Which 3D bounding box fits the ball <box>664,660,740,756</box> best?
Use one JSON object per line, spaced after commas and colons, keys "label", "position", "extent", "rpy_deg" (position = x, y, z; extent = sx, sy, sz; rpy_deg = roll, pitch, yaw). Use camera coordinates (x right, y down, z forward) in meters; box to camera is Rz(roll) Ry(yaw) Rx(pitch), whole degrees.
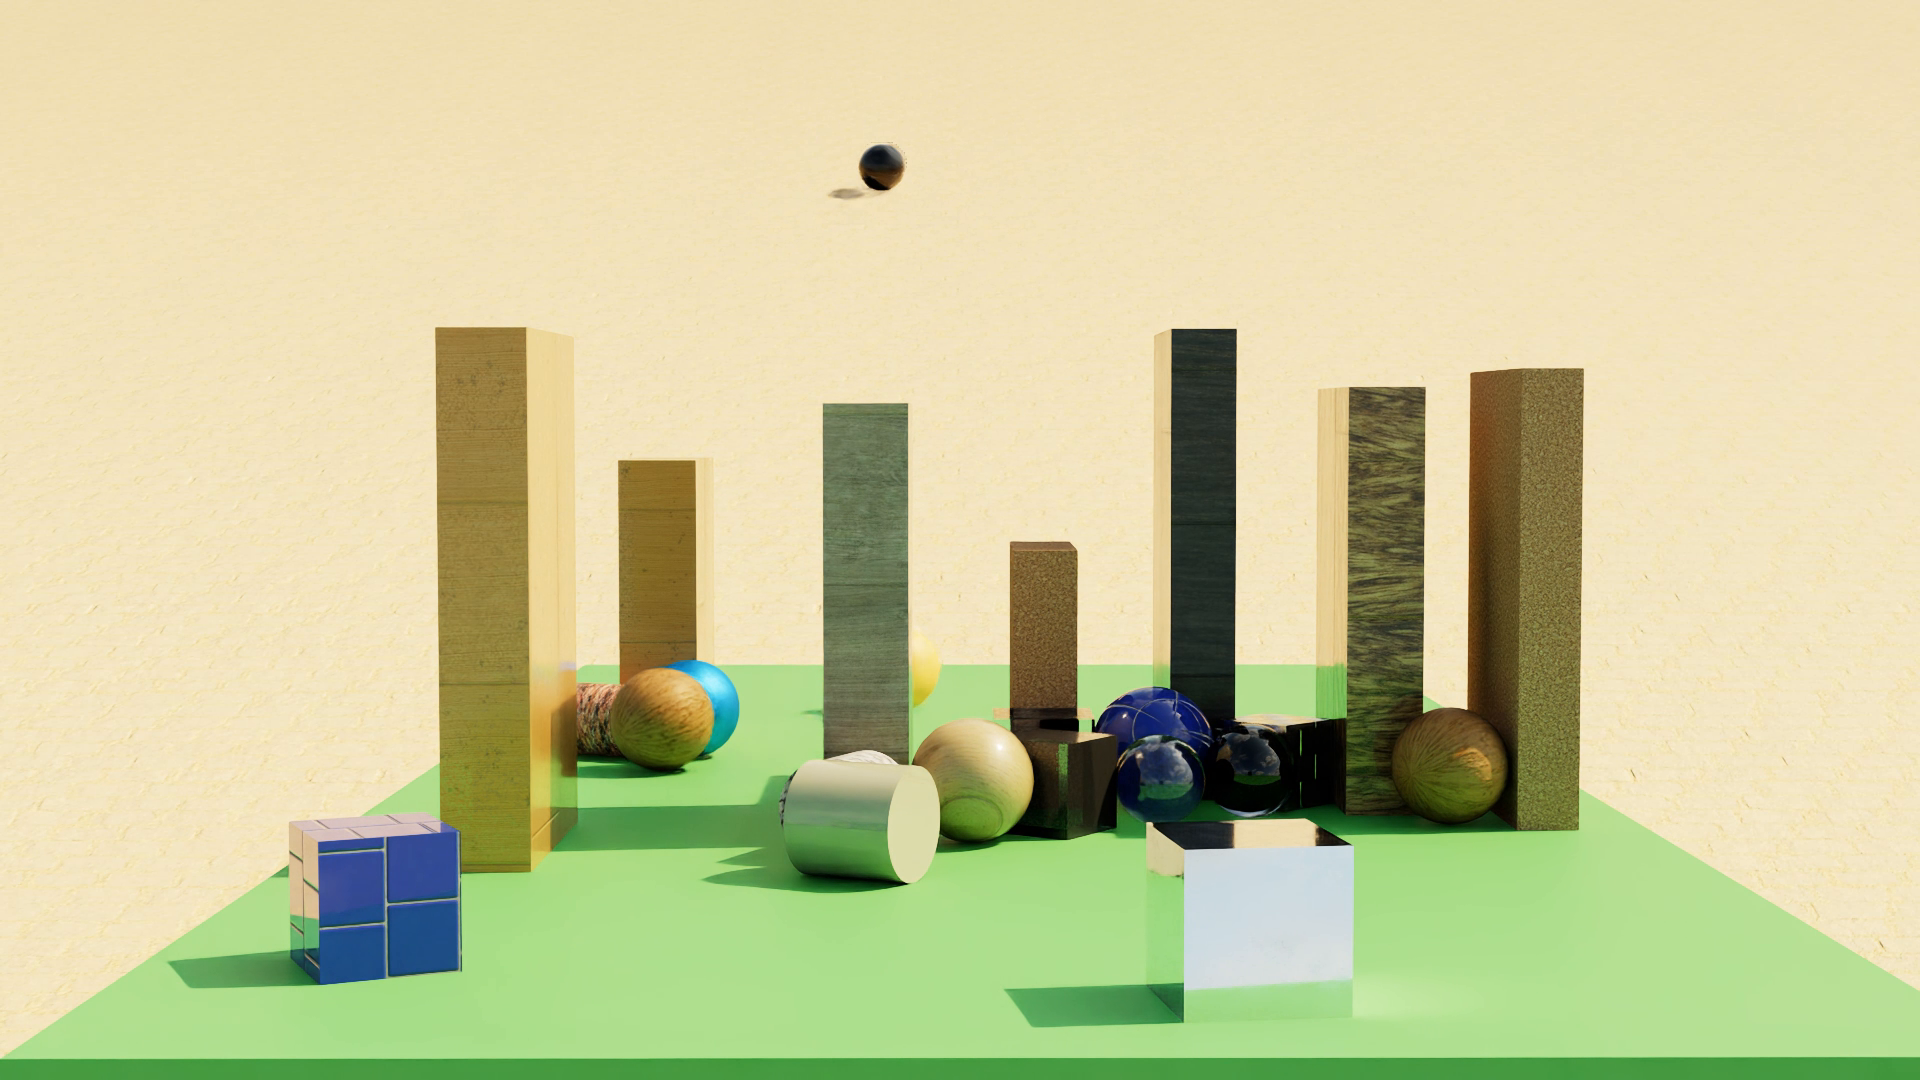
{"label": "ball", "position": [-0.498, 0.312, 4.758], "extent": [0.181, 0.181, 0.181], "rpy_deg": [0, 22, 0]}

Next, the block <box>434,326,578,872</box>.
{"label": "block", "position": [-0.658, 0.074, 3.765], "extent": [0.125, 0.754, 0.440], "rpy_deg": [0, 3, 0]}

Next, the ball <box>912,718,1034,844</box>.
{"label": "ball", "position": [0.017, 0.356, 3.809], "extent": [0.185, 0.185, 0.185], "rpy_deg": [0, 22, 0]}

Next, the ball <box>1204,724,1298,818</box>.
{"label": "ball", "position": [0.457, 0.363, 4.045], "extent": [0.148, 0.148, 0.148], "rpy_deg": [0, 22, 0]}

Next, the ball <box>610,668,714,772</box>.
{"label": "ball", "position": [-0.529, 0.319, 4.578], "extent": [0.184, 0.184, 0.184], "rpy_deg": [0, 22, 0]}

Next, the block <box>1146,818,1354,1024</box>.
{"label": "block", "position": [0.310, 0.407, 2.776], "extent": [0.182, 0.182, 0.182], "rpy_deg": [0, 3, -8]}

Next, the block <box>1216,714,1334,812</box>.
{"label": "block", "position": [0.512, 0.361, 4.188], "extent": [0.138, 0.138, 0.138], "rpy_deg": [2, 3, 43]}

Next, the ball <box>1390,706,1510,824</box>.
{"label": "ball", "position": [0.758, 0.349, 3.975], "extent": [0.182, 0.182, 0.182], "rpy_deg": [0, 22, 0]}

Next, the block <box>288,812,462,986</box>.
{"label": "block", "position": [-0.674, 0.409, 2.961], "extent": [0.161, 0.161, 0.161], "rpy_deg": [-1, 3, -26]}

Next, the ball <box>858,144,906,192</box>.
{"label": "ball", "position": [-0.344, -1.641, 11.326], "extent": [0.206, 0.206, 0.206], "rpy_deg": [0, 22, 0]}

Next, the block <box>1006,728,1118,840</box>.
{"label": "block", "position": [0.141, 0.371, 3.924], "extent": [0.143, 0.143, 0.143], "rpy_deg": [2, 3, 34]}

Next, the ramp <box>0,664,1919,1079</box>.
{"label": "ramp", "position": [0.051, 0.463, 4.534], "extent": [2.000, 0.100, 4.000], "rpy_deg": [0, 3, 0]}

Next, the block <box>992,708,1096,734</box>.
{"label": "block", "position": [0.132, 0.355, 4.102], "extent": [0.158, 0.158, 0.158], "rpy_deg": [0, 3, 0]}

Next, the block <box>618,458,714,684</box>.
{"label": "block", "position": [-0.569, 0.115, 5.015], "extent": [0.146, 0.549, 0.351], "rpy_deg": [0, 3, 0]}

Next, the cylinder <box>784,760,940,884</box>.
{"label": "cylinder", "position": [-0.133, 0.383, 3.515], "extent": [0.159, 0.159, 0.159], "rpy_deg": [1, 21, 26]}

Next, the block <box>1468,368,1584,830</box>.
{"label": "block", "position": [0.895, 0.082, 4.095], "extent": [0.094, 0.703, 0.392], "rpy_deg": [0, 3, 0]}

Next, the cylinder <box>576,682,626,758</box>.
{"label": "cylinder", "position": [-0.668, 0.334, 4.787], "extent": [0.134, 0.134, 0.134], "rpy_deg": [1, 21, 23]}

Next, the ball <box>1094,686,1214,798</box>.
{"label": "ball", "position": [0.310, 0.334, 4.131], "extent": [0.198, 0.198, 0.198], "rpy_deg": [0, 22, 0]}

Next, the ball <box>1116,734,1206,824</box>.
{"label": "ball", "position": [0.308, 0.370, 3.965], "extent": [0.142, 0.142, 0.142], "rpy_deg": [0, 22, 0]}

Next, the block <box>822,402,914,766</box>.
{"label": "block", "position": [-0.139, 0.114, 3.982], "extent": [0.126, 0.650, 0.406], "rpy_deg": [0, 3, 0]}

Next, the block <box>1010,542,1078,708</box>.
{"label": "block", "position": [0.139, 0.216, 4.326], "extent": [0.104, 0.414, 0.303], "rpy_deg": [0, 3, 0]}

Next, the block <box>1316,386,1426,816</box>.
{"label": "block", "position": [0.670, 0.089, 4.223], "extent": [0.121, 0.677, 0.349], "rpy_deg": [0, 3, 0]}

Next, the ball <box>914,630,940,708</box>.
{"label": "ball", "position": [-0.135, 0.274, 5.491], "extent": [0.185, 0.185, 0.185], "rpy_deg": [0, 22, 0]}

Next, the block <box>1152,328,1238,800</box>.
{"label": "block", "position": [0.398, 0.032, 4.393], "extent": [0.107, 0.773, 0.368], "rpy_deg": [0, 3, 0]}

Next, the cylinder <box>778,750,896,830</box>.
{"label": "cylinder", "position": [-0.163, 0.381, 3.696], "extent": [0.143, 0.143, 0.143], "rpy_deg": [10, 7, 24]}
